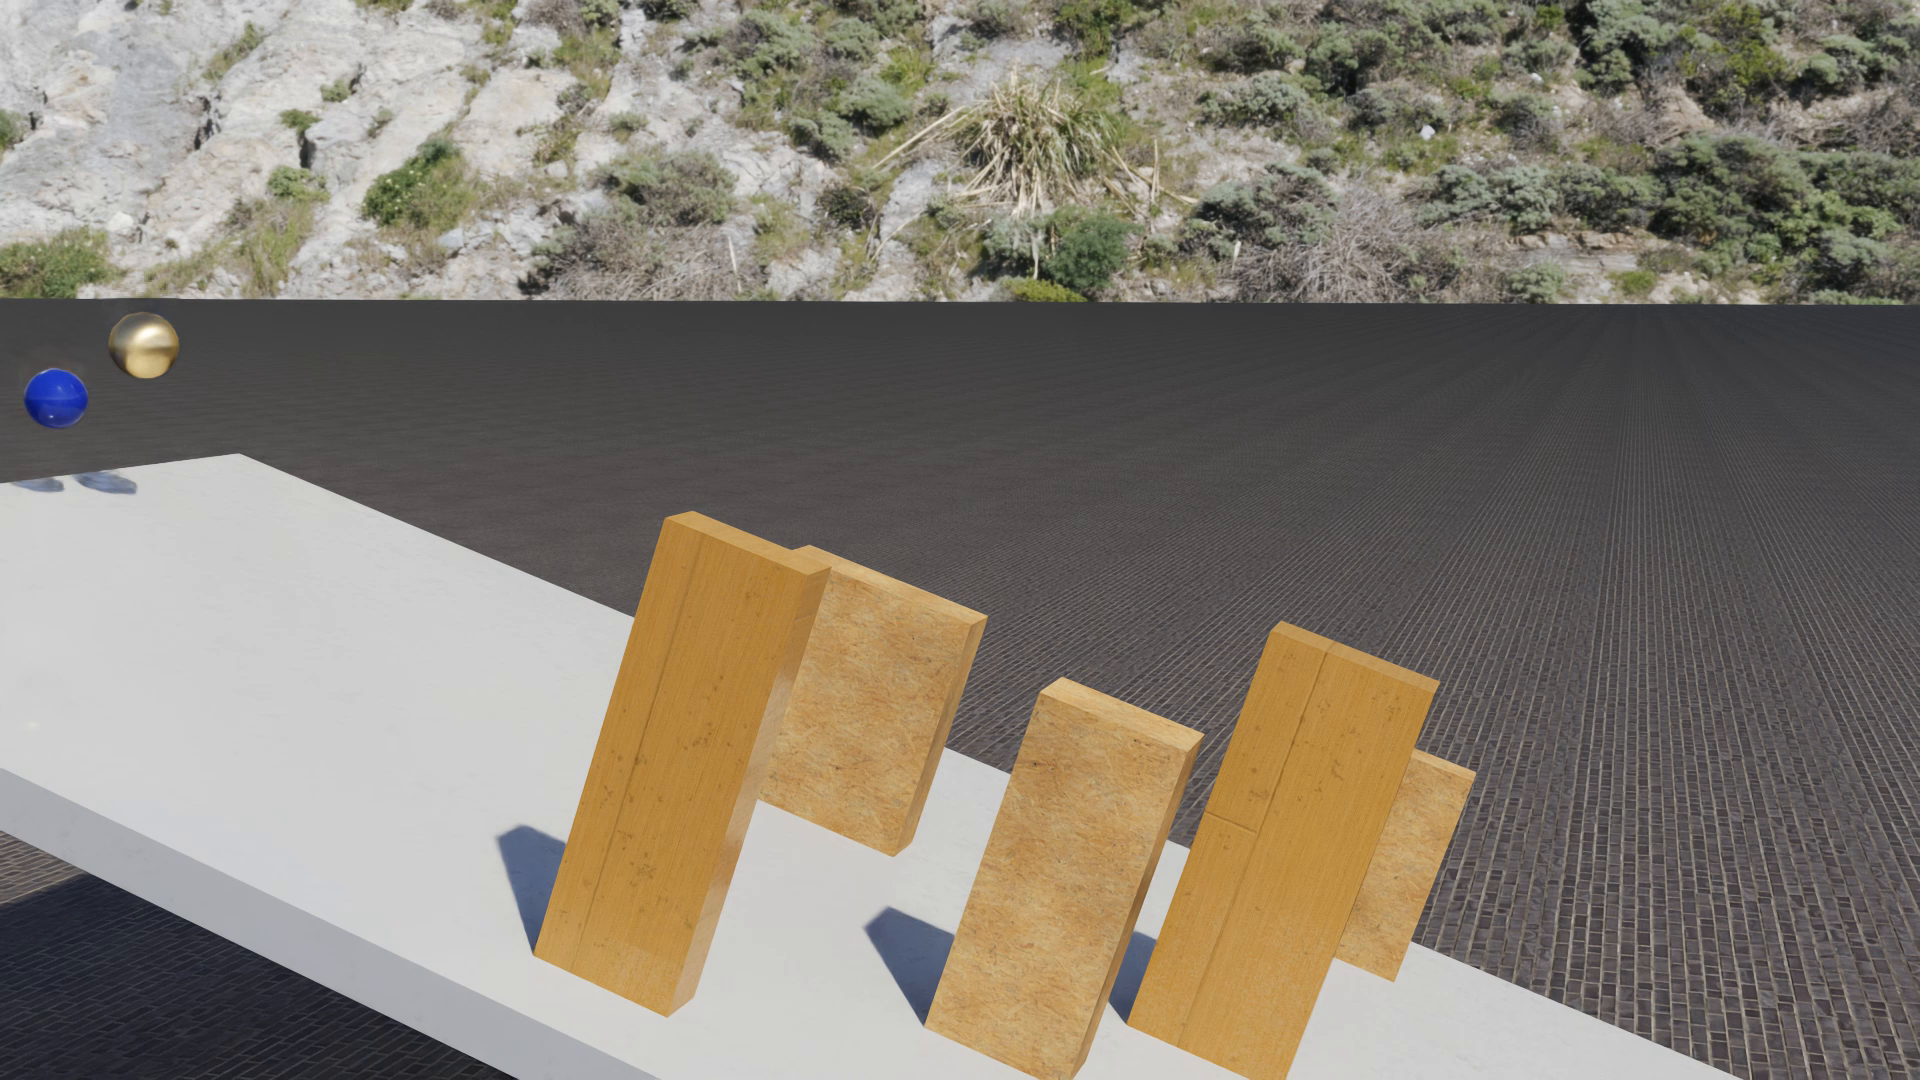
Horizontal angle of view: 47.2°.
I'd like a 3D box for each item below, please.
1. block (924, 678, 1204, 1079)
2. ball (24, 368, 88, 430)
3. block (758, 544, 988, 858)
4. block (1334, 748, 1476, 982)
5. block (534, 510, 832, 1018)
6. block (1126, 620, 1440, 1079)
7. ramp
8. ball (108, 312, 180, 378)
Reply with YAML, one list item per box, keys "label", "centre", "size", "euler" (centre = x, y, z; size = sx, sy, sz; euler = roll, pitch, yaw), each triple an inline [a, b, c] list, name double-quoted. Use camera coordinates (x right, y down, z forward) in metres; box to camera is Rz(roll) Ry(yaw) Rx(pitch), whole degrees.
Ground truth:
- label: "block"
  centre: [0.171, 0.565, 3.635]
  size: [0.256, 0.610, 0.144]
  euler: [21, 12, 14]
- label: "ball"
  centre: [-1.945, -0.304, 4.732]
  size: [0.130, 0.130, 0.130]
  euler: [0, 7, 0]
- label: "block"
  centre: [-0.219, 0.320, 4.417]
  size: [0.401, 0.501, 0.119]
  euler: [21, 12, 14]
- label: "block"
  centre: [0.869, 0.657, 4.619]
  size: [0.269, 0.464, 0.087]
  euler: [21, 12, 14]
- label: "block"
  centre: [-0.433, 0.347, 3.401]
  size: [0.242, 0.740, 0.101]
  euler: [21, 12, 14]
- label: "block"
  centre: [0.566, 0.557, 3.877]
  size: [0.294, 0.768, 0.114]
  euler: [21, 12, 14]
- label: "ramp"
  centre: [-0.347, 0.646, 4.219]
  size: [4.000, 0.100, 2.000]
  euler: [21, 12, 14]
- label: "ball"
  centre: [-1.771, -0.422, 4.774]
  size: [0.144, 0.144, 0.144]
  euler: [0, 7, 0]
